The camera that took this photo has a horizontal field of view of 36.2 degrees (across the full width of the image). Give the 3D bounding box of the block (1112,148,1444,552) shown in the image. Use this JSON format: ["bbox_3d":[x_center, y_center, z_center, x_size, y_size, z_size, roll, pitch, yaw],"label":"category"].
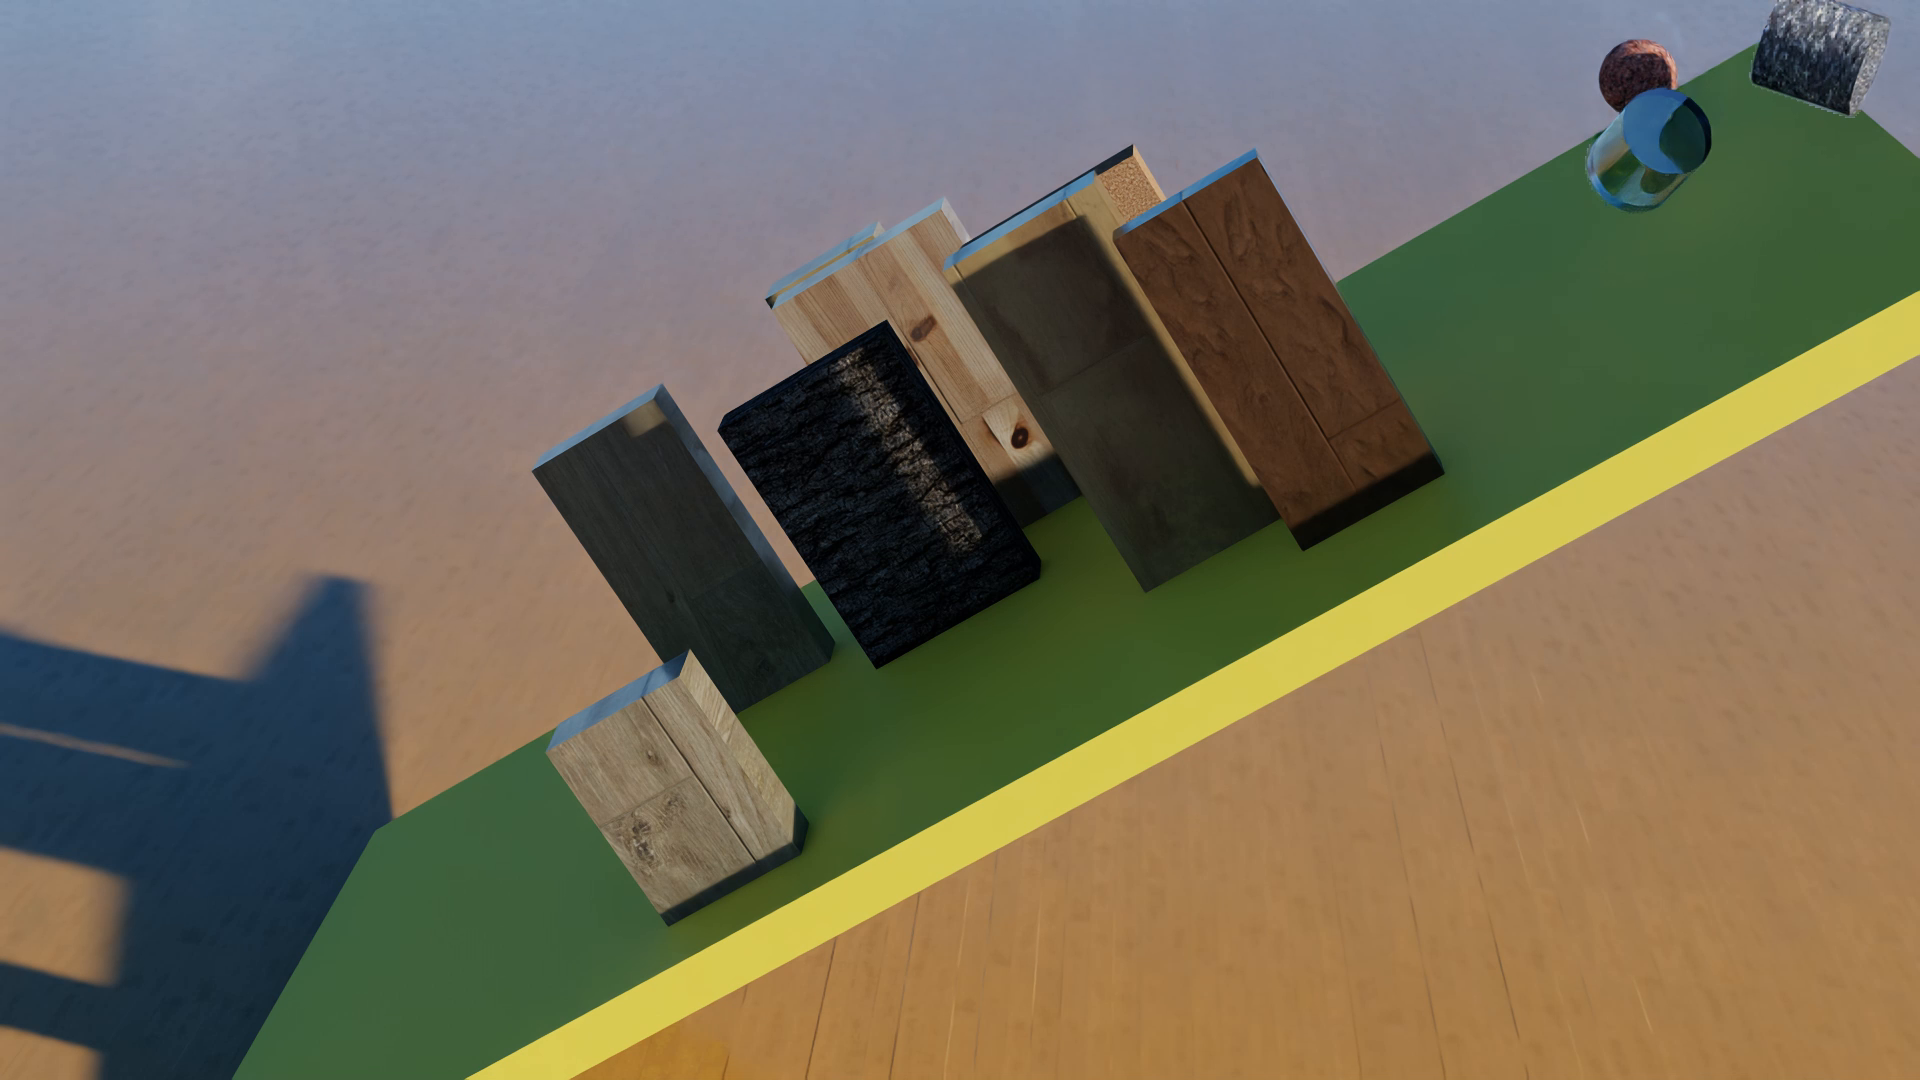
[{"bbox_3d":[0.591,-0.346,5.437,0.301,0.696,0.081,-30,15,13],"label":"block"}]

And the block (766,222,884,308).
[{"bbox_3d":[-0.144,-0.382,7.069,0.304,0.698,0.144,-30,15,13],"label":"block"}]

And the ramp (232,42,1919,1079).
[{"bbox_3d":[0.141,0.169,6.289,4.000,0.100,2.000,-30,15,13],"label":"ramp"}]

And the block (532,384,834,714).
[{"bbox_3d":[-0.621,0.041,6.657,0.329,0.723,0.123,-30,15,13],"label":"block"}]

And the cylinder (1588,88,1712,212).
[{"bbox_3d":[1.384,-0.781,5.907,0.187,0.187,0.187,-4,-16,-11],"label":"cylinder"}]

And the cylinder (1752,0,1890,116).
[{"bbox_3d":[1.661,-0.943,5.673,0.195,0.195,0.195,24,28,22],"label":"cylinder"}]

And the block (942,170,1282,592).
[{"bbox_3d":[0.313,-0.304,5.745,0.337,0.762,0.112,-30,15,13],"label":"block"}]

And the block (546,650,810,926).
[{"bbox_3d":[-0.542,0.479,5.678,0.309,0.425,0.141,-30,15,13],"label":"block"}]

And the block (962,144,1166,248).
[{"bbox_3d":[0.362,-0.395,6.033,0.409,0.714,0.108,-30,15,13],"label":"block"}]

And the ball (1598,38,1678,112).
[{"bbox_3d":[1.381,-0.941,5.990,0.157,0.157,0.157,0,19,0],"label":"ball"}]

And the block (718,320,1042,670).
[{"bbox_3d":[-0.169,-0.094,6.327,0.416,0.633,0.115,-30,15,13],"label":"block"}]

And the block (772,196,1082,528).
[{"bbox_3d":[-0.037,-0.347,6.676,0.448,0.728,0.126,-30,15,13],"label":"block"}]
